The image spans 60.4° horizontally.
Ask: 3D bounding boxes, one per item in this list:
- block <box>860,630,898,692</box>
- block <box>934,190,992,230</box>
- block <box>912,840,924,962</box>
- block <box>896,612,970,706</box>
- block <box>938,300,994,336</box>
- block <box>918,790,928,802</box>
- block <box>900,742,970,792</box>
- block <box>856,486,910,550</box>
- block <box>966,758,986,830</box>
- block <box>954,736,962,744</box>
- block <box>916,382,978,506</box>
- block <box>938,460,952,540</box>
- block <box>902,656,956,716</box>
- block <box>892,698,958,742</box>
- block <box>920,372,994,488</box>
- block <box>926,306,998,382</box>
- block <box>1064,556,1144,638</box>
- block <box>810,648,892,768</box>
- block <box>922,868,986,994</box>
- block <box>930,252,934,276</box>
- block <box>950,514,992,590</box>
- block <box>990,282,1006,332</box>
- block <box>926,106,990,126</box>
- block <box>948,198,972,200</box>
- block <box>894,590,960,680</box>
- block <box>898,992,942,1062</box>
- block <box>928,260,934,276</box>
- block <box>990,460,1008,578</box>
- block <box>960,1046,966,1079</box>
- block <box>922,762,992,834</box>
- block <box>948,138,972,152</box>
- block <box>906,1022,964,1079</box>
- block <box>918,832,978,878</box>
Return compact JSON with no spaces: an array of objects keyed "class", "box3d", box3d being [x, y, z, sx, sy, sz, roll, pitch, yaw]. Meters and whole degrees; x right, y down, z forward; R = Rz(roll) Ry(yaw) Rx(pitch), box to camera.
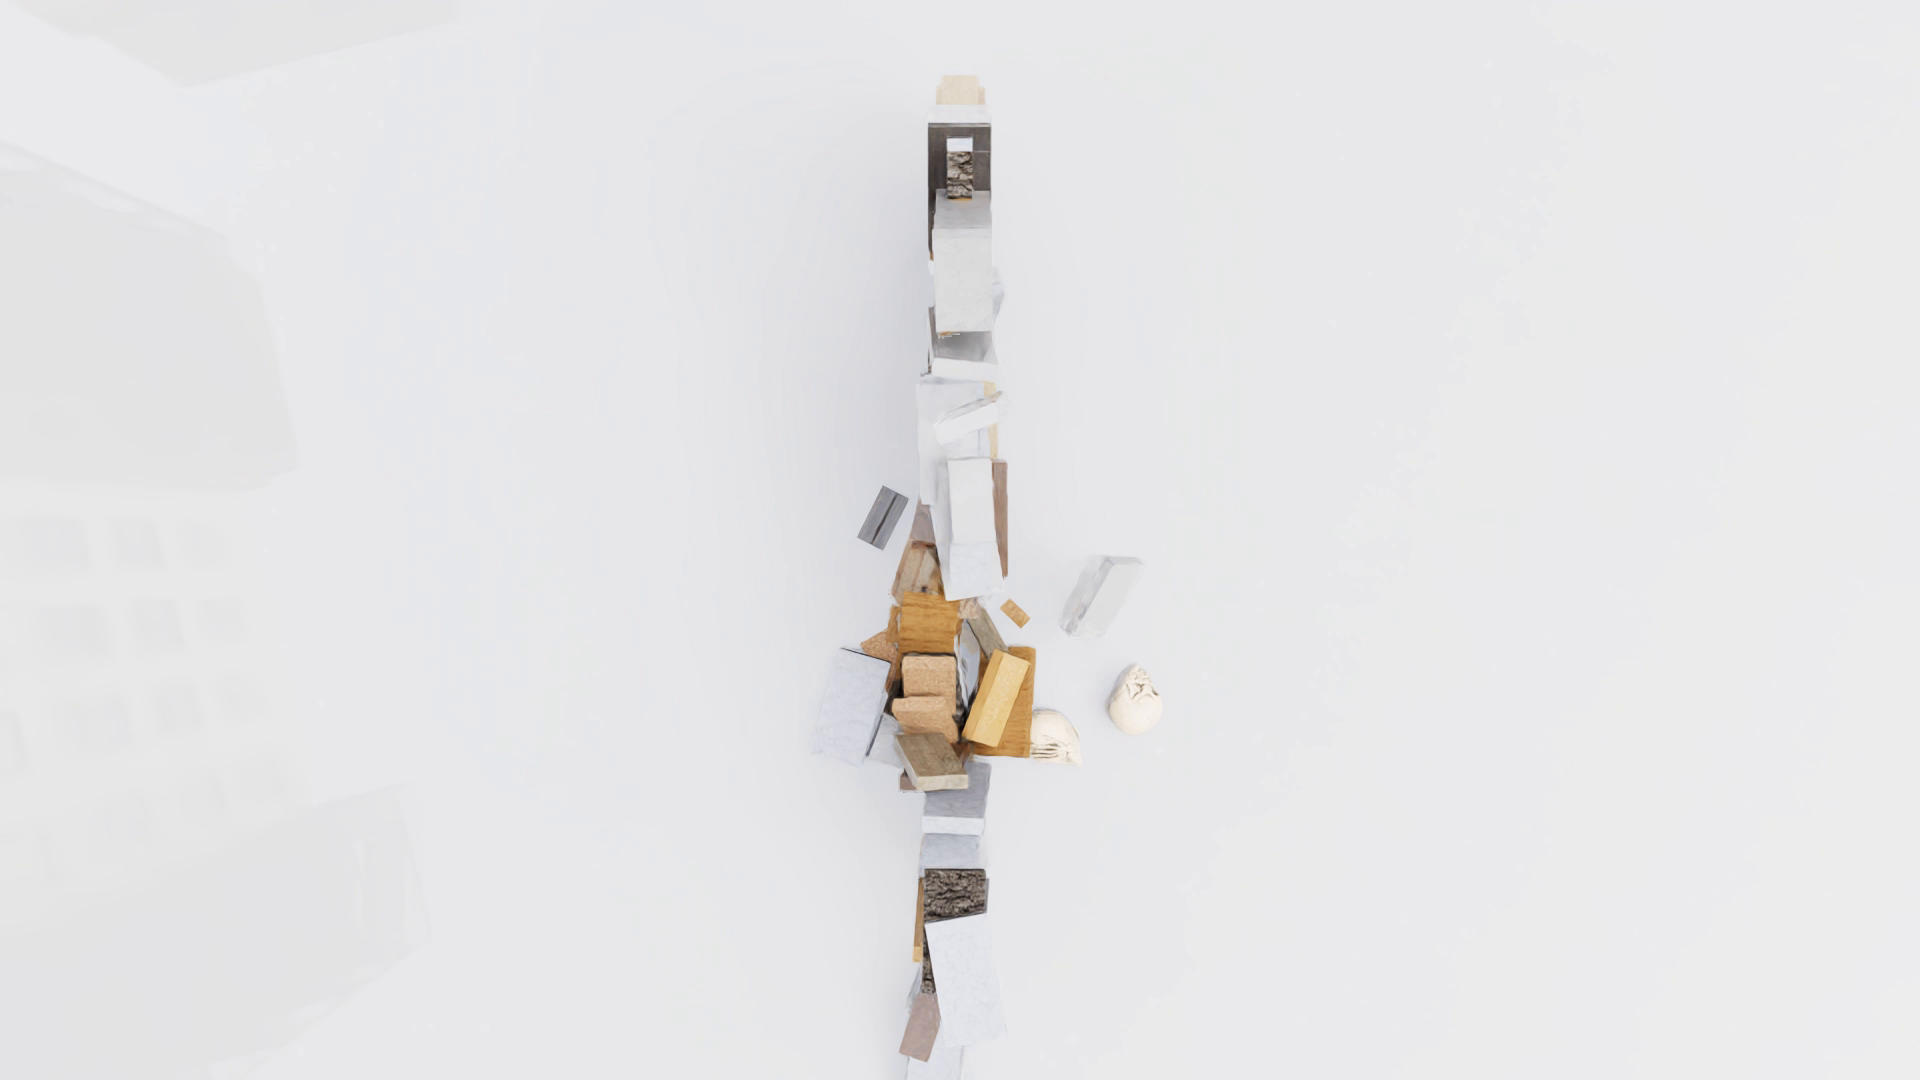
[{"class":"block","box3d":[-0.242,0.406,5.486,0.097,0.028,0.194,-29,90,0]},{"class":"block","box3d":[0.008,-0.872,4.461,0.151,0.518,0.043,0,114,0]},{"class":"block","box3d":[-0.048,1.088,5.034,0.162,0.934,0.046,2,98,0]},{"class":"block","box3d":[-0.086,0.383,5.296,0.172,0.049,0.344,-7,115,8]},{"class":"block","box3d":[0.013,-0.651,4.536,0.151,0.302,0.043,-13,116,7]},{"class":"block","box3d":[-0.119,0.846,5.475,0.014,0.049,0.098,-35,90,0]},{"class":"block","box3d":[-0.077,0.707,5.156,0.148,0.297,0.042,0,104,14]},{"class":"block","box3d":[-0.256,-0.073,5.486,0.097,0.028,0.194,27,90,0]},{"class":"block","box3d":[-0.011,0.812,5.270,0.130,0.037,0.260,-11,61,-8]},{"class":"block","box3d":[-0.023,0.652,5.365,0.049,0.014,0.098,-22,73,-14]},{"class":"block","box3d":[-0.034,-0.281,4.836,0.175,0.049,0.349,-2,95,0]},{"class":"block","box3d":[-0.003,-0.116,4.795,0.121,0.034,0.242,1,120,-1]},{"class":"block","box3d":[-0.092,0.451,5.086,0.156,0.311,0.044,2,59,2]},{"class":"block","box3d":[-0.107,0.566,5.181,0.156,0.311,0.044,-1,66,8]},{"class":"block","box3d":[-0.008,-0.325,4.910,0.180,0.051,0.359,-6,105,0]},{"class":"block","box3d":[0.000,-0.560,4.666,0.175,0.562,0.049,5,112,-5]},{"class":"block","box3d":[0.462,0.186,5.279,0.042,0.149,0.297,48,122,38]},{"class":"block","box3d":[-0.361,0.551,5.447,0.178,0.050,0.356,16,90,0]},{"class":"block","box3d":[-0.018,1.069,4.504,0.166,0.047,0.331,1,85,0]},{"class":"block","box3d":[-0.003,-0.894,4.972,0.180,0.359,0.051,0,76,0]},{"class":"block","box3d":[0.032,0.037,4.846,0.121,0.034,0.242,1,125,1]},{"class":"block","box3d":[0.041,-0.677,5.037,0.139,0.277,0.039,-15,68,-19]},{"class":"block","box3d":[-0.004,-1.100,5.074,0.180,0.865,0.051,0,76,0]},{"class":"block","box3d":[0.001,-0.994,4.611,0.069,0.138,0.020,0,131,0]},{"class":"block","box3d":[-0.104,0.309,5.152,0.172,0.049,0.344,7,132,0]},{"class":"block","box3d":[-0.119,1.556,5.272,0.099,0.028,0.199,18,75,3]},{"class":"block","box3d":[-0.009,-0.796,4.766,0.139,0.277,0.039,-8,99,5]},{"class":"block","box3d":[0.054,-0.064,5.032,0.180,0.051,0.359,-1,104,-1]},{"class":"block","box3d":[-0.024,1.524,5.367,0.099,0.028,0.891,7,104,13]},{"class":"block","box3d":[-0.006,0.783,5.048,0.178,0.452,0.050,2,104,4]},{"class":"block","box3d":[-0.001,-1.054,4.595,0.069,0.020,0.138,0,74,-1]},{"class":"block","box3d":[-0.085,1.740,5.366,0.166,0.047,0.463,9,99,14]},{"class":"block","box3d":[-0.024,0.903,5.068,0.162,0.325,0.046,6,129,4]}]
